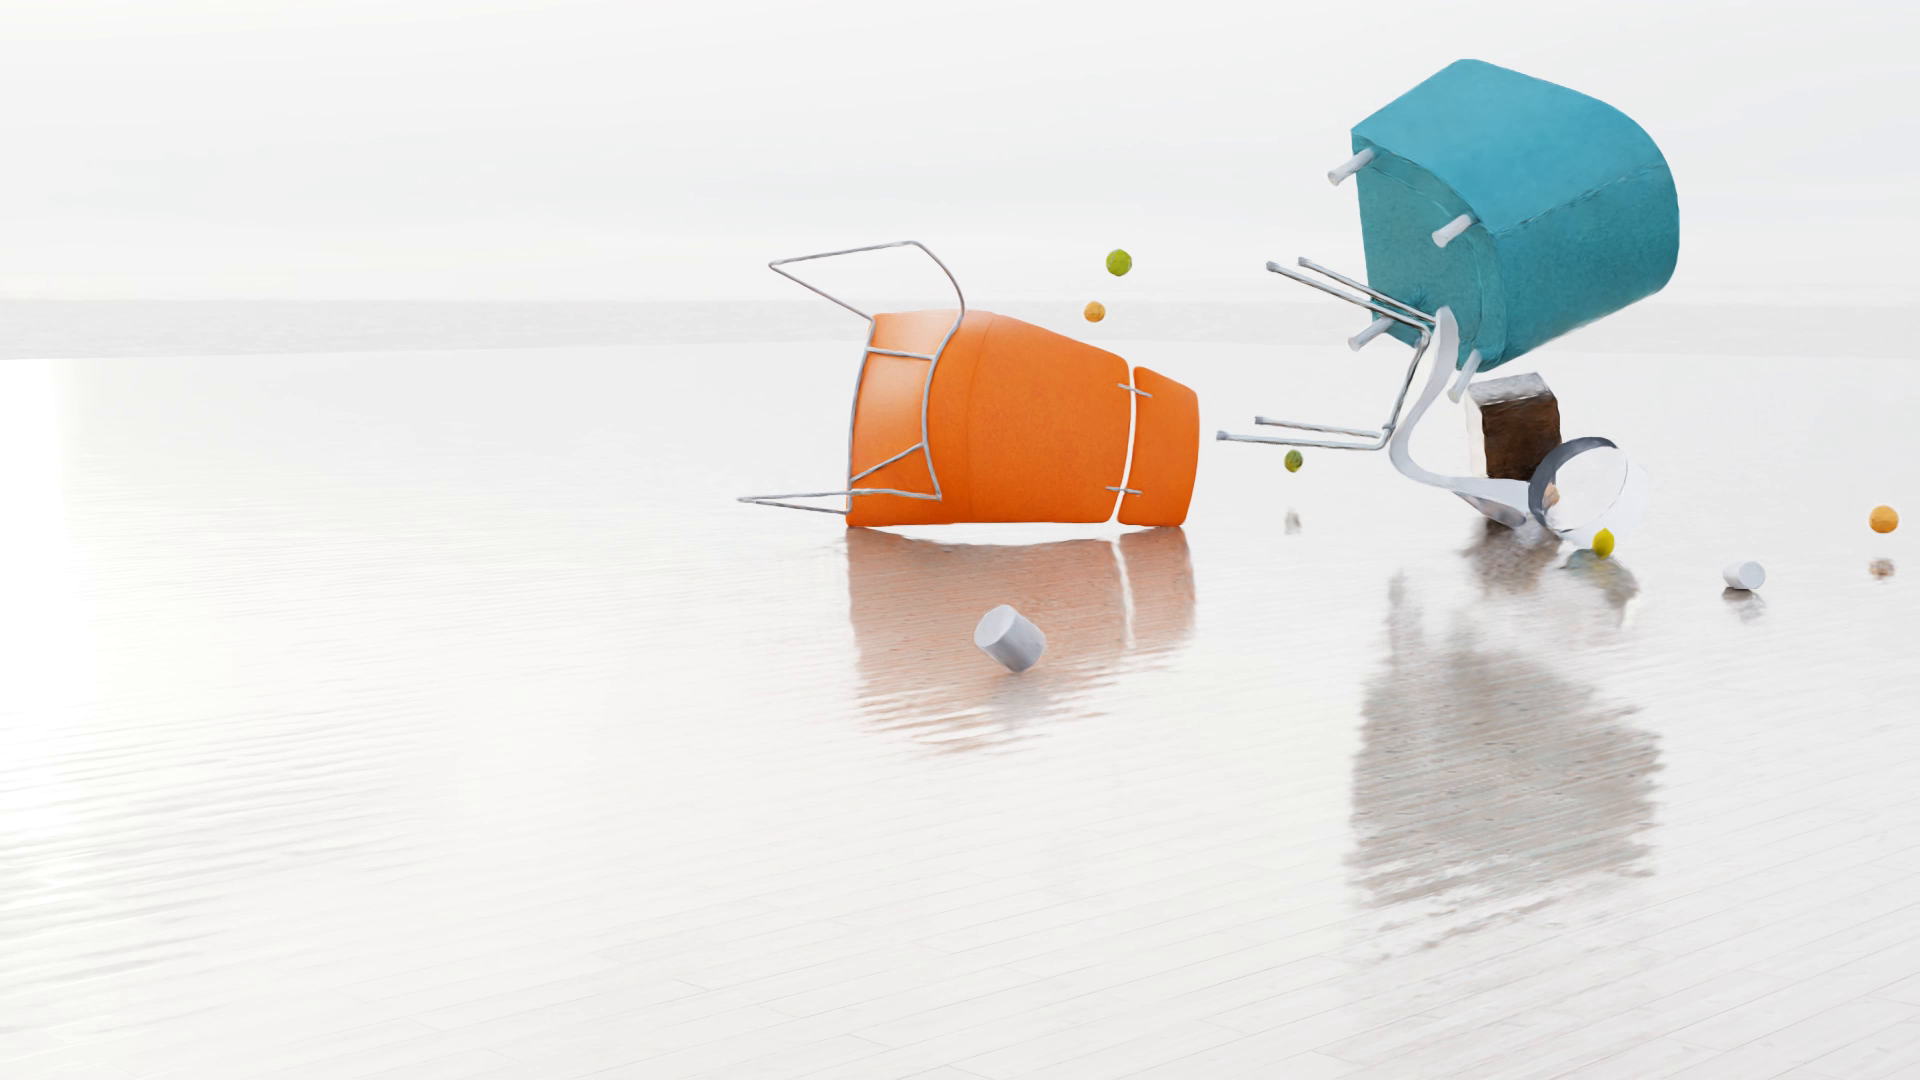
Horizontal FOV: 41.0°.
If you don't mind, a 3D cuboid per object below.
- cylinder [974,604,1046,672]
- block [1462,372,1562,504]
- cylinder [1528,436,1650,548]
[{"bbox_3d":[0.083,0.163,4.244,0.090,0.080,0.082,-27,-52,35],"label":"cylinder"},{"bbox_3d":[1.602,-0.297,7.425,0.220,0.284,0.238,-10,24,2],"label":"block"},{"bbox_3d":[1.514,-0.115,6.177,0.260,0.219,0.151,-39,-36,20],"label":"cylinder"}]
